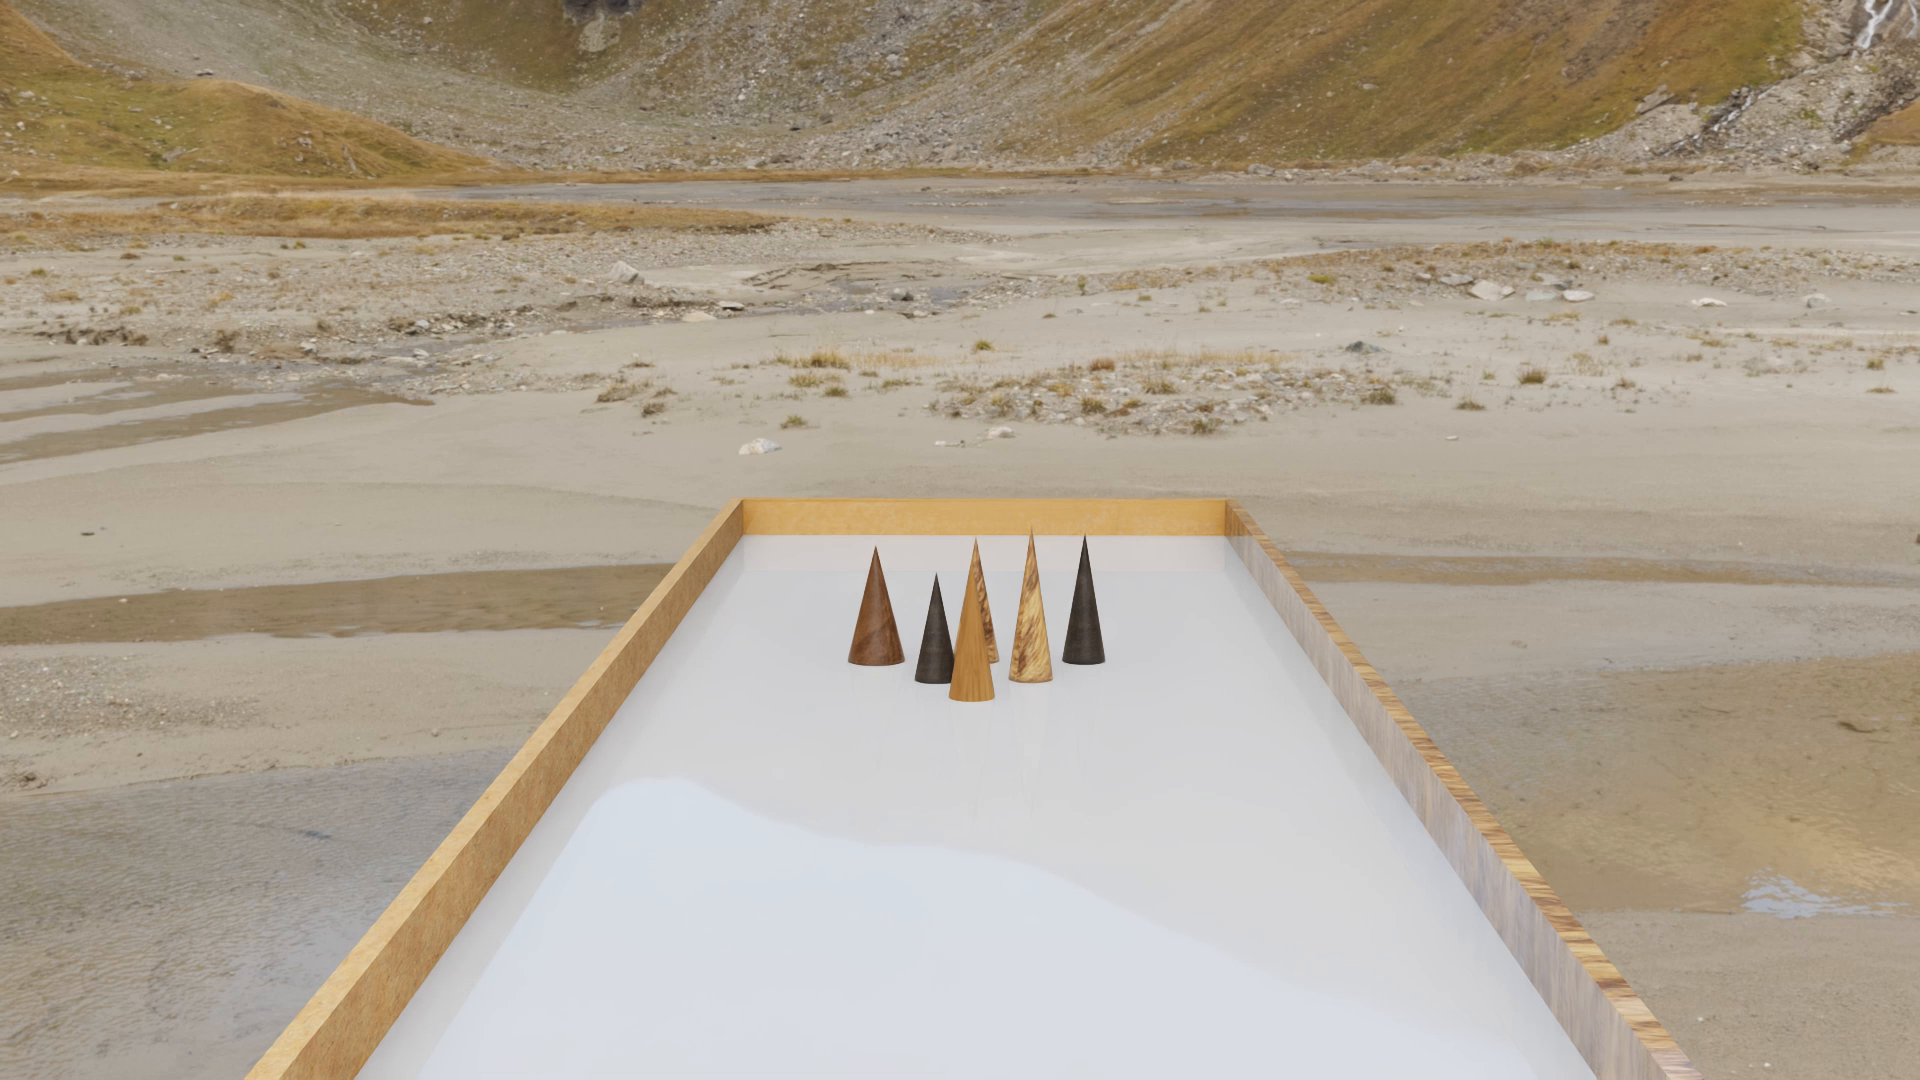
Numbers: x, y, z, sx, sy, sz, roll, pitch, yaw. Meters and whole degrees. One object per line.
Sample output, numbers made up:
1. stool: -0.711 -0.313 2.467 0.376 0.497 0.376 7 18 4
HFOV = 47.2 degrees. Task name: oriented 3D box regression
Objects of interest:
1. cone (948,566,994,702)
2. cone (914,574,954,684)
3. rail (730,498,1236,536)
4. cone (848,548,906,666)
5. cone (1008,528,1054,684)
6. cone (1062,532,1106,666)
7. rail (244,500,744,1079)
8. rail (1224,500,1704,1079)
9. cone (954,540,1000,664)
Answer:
1. cone: 0.033 0.249 6.183 0.132 0.392 0.132 0 9 0
2. cone: -0.069 0.249 6.410 0.131 0.322 0.131 0 9 0
3. rail: 0.099 -0.098 9.147 2.100 0.150 0.050 0 9 1
4. cone: -0.255 0.189 6.672 0.178 0.358 0.178 0 9 0
5. cone: 0.208 0.181 6.413 0.133 0.456 0.133 0 9 0
6. cone: 0.377 0.171 6.665 0.134 0.396 0.134 0 9 0
7. rail: -1.004 0.839 3.234 0.050 0.150 12.000 0 9 1
8. rail: 1.046 0.843 3.208 0.050 0.150 12.000 0 9 1
9. cone: 0.048 0.177 6.671 0.146 0.383 0.146 0 9 0
